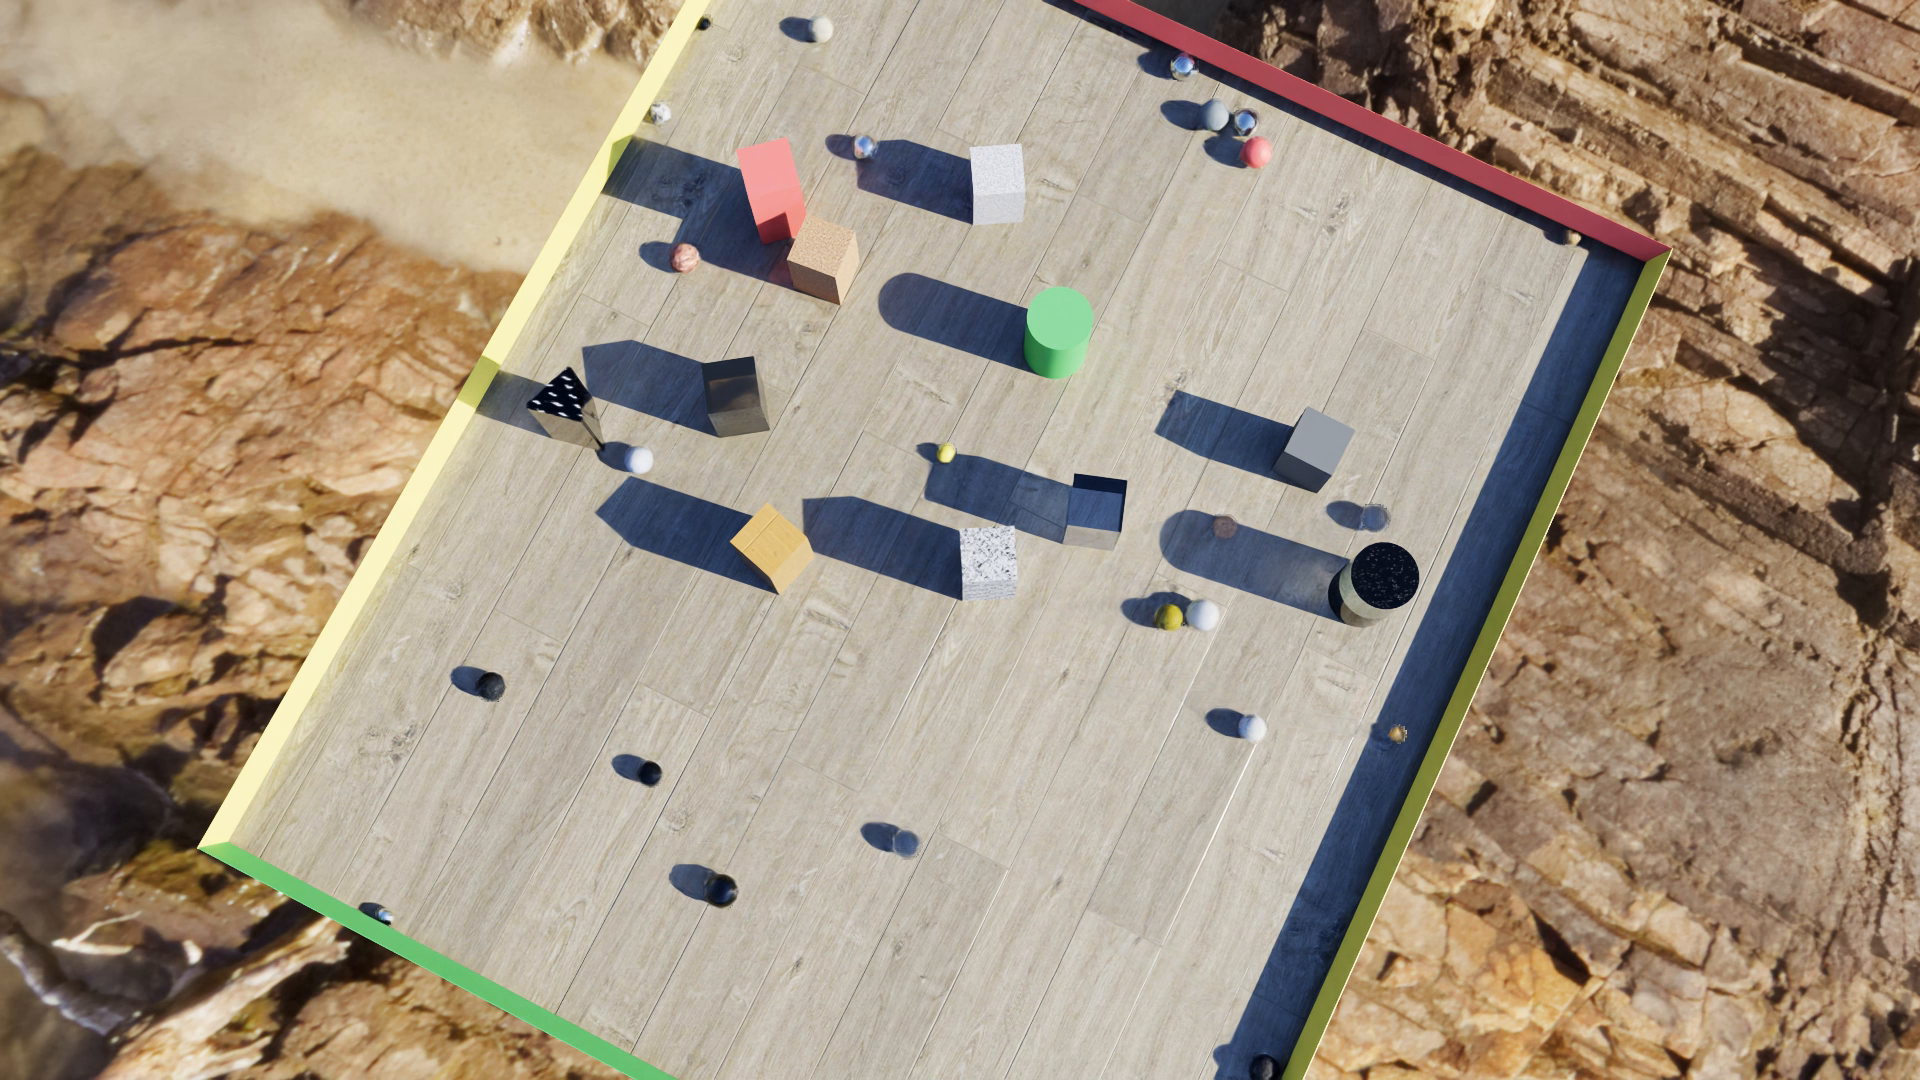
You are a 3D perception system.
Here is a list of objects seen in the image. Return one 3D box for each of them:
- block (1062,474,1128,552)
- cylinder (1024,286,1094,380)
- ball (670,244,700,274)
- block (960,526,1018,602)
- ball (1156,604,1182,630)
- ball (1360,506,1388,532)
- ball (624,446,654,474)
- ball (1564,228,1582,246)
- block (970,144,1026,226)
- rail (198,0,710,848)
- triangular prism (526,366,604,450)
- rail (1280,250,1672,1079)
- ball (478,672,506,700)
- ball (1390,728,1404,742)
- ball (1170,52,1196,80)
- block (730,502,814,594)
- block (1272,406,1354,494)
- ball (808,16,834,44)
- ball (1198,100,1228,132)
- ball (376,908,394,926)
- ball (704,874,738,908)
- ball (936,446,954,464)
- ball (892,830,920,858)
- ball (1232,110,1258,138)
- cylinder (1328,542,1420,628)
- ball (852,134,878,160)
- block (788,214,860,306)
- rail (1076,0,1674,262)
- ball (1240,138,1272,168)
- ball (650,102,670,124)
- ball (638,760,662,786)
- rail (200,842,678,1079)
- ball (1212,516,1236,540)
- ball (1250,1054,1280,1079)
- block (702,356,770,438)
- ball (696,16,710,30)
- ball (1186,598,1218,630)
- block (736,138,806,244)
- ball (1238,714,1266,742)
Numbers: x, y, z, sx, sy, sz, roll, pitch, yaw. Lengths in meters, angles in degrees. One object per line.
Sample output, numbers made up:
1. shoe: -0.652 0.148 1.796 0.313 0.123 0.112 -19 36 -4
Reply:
1. block: 0.402 -0.081 5.491 0.158 0.279 0.158 8 78 2
2. cylinder: 0.297 -0.629 5.593 0.197 0.301 0.197 0 78 0
3. ball: -0.864 -0.883 5.751 0.094 0.094 0.094 0 78 0
4. block: 0.083 0.073 5.439 0.158 0.319 0.158 -3 78 -1
5. ball: 0.629 0.234 5.525 0.081 0.081 0.081 0 78 0
6. ball: 1.263 -0.064 5.587 0.084 0.084 0.084 0 78 0
7. ball: -0.984 -0.245 5.623 0.087 0.087 0.087 0 78 0
8. ball: 1.935 -0.957 5.788 0.052 0.052 0.052 0 78 0
9. block: 0.115 -1.108 5.722 0.158 0.242 0.158 -4 78 -1
10. rail: -1.379 -0.668 5.688 0.045 0.128 3.613 26 80 5
11. triangular prism: -1.163 -0.403 5.522 0.171 0.348 0.148 15 79 3
12. rail: 1.379 0.682 5.409 0.045 0.128 3.613 26 80 5
13. ball: -1.401 0.439 5.483 0.084 0.084 0.084 0 78 0
14. ball: 1.304 0.581 5.474 0.044 0.044 0.044 0 78 0
15. ball: 0.716 -1.522 5.888 0.086 0.086 0.086 0 78 0
16. block: -0.555 0.029 5.457 0.158 0.300 0.158 41 81 8
17. block: 1.067 -0.271 5.552 0.158 0.237 0.158 28 80 5
18. ball: -0.451 -1.647 5.915 0.083 0.083 0.083 0 78 0
19. ball: 0.808 -1.353 5.847 0.098 0.098 0.098 0 78 0
20. ball: -1.682 1.103 5.361 0.053 0.053 0.053 0 78 0
21. ball: -0.697 1.025 5.354 0.099 0.099 0.099 0 78 0
22. ball: -0.044 -0.264 5.643 0.056 0.056 0.056 0 78 0
23. ball: -0.158 0.893 5.390 0.083 0.083 0.083 0 78 0
24. ball: 0.910 -1.329 5.848 0.085 0.085 0.085 0 78 0
25. cylinder: 1.219 0.136 5.417 0.197 0.335 0.197 0 78 0
26. ball: -0.301 -1.249 5.833 0.081 0.081 0.081 0 78 0
27. block: -0.420 -0.863 5.662 0.158 0.261 0.158 21 79 4
28. rail: 0.797 -1.555 5.872 3.131 0.128 0.045 26 80 5
29. ball: 0.940 -1.230 5.822 0.097 0.097 0.097 0 78 0
30. ball: -0.959 -1.366 5.866 0.066 0.066 0.066 0 78 0
31. ball: -0.921 0.692 5.436 0.074 0.074 0.074 0 78 0
32. rail: -0.797 1.568 5.225 3.131 0.128 0.045 26 80 5
33. ball: 0.805 -0.038 5.587 0.073 0.073 0.073 0 78 0
34. ball: 0.874 1.521 5.257 0.087 0.087 0.087 0 78 0
35. block: -0.679 -0.432 5.566 0.158 0.273 0.158 -9 78 -2
36. ball: -0.832 -1.676 5.939 0.047 0.047 0.047 0 78 0
37. ball: 0.728 0.225 5.520 0.098 0.098 0.098 0 78 0
38. block: -0.571 -1.069 5.641 0.158 0.385 0.158 -15 79 -3
39. ball: 0.870 0.561 5.459 0.084 0.084 0.084 0 78 0
